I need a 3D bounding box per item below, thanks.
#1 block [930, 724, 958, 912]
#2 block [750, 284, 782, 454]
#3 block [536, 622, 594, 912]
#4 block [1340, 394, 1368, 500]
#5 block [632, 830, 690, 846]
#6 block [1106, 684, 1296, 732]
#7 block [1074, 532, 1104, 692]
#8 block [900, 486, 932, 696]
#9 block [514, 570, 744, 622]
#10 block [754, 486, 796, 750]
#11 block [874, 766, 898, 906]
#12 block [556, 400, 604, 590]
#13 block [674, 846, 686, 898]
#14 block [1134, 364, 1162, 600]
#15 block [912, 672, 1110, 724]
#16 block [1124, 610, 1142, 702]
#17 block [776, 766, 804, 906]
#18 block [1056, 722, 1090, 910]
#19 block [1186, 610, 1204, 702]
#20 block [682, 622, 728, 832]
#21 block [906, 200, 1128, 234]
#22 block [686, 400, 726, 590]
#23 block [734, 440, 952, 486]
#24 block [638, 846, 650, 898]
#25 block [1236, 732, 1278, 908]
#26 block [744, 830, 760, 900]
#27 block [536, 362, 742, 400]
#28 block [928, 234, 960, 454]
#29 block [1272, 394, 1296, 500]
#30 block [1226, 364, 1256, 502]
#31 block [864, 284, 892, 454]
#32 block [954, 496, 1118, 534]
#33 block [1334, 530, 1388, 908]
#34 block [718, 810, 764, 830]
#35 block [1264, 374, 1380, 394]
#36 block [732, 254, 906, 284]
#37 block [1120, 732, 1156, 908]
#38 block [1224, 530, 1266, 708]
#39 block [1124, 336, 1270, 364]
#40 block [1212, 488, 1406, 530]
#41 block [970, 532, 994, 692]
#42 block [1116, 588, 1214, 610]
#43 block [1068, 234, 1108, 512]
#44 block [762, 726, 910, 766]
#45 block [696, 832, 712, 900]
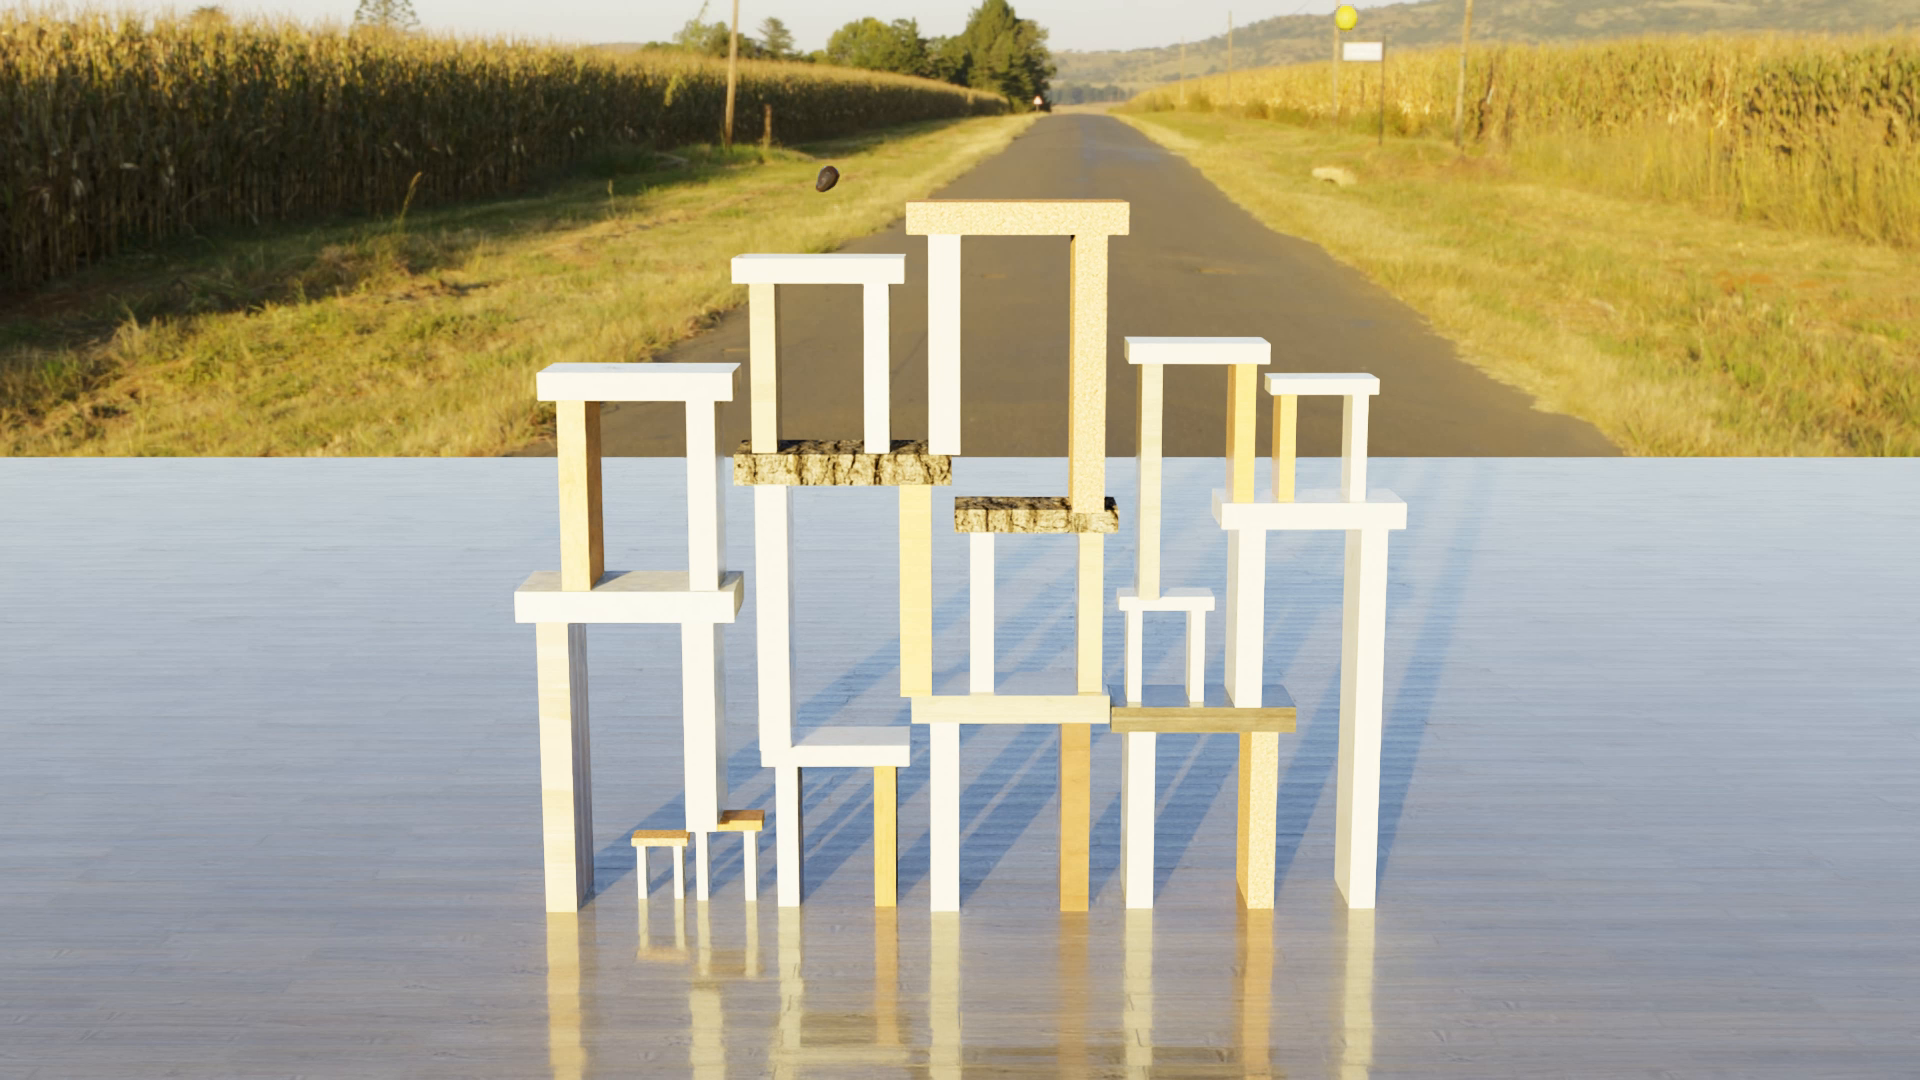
[{"bbox_3d":[-0.025,0.435,3.636,0.045,0.317,0.158,0,11,0],"label":"block"},{"bbox_3d":[-0.308,-0.280,3.503,0.038,0.266,0.133,0,11,0],"label":"block"},{"bbox_3d":[-0.649,0.353,3.623,0.049,0.483,0.173,0,11,0],"label":"block"},{"bbox_3d":[0.633,-0.154,3.528,0.024,0.170,0.085,0,11,0],"label":"block"},{"bbox_3d":[-0.496,0.494,3.650,0.091,0.013,0.045,0,11,0],"label":"block"},{"bbox_3d":[0.393,0.277,3.615,0.297,0.042,0.149,0,11,0],"label":"block"},{"bbox_3d":[0.209,0.105,3.584,0.037,0.261,0.130,0,11,0],"label":"block"},{"bbox_3d":[-0.070,0.067,3.570,0.048,0.342,0.171,0,11,0],"label":"block"},{"bbox_3d":[-0.533,0.091,3.576,0.347,0.049,0.173,0,11,0],"label":"block"},{"bbox_3d":[-0.298,0.111,3.576,0.048,0.431,0.171,0,11,-1],"label":"block"},{"bbox_3d":[-0.122,0.473,3.646,0.034,0.239,0.119,0,11,0],"label":"block"},{"bbox_3d":[-0.610,-0.082,3.542,0.043,0.304,0.152,0,11,0],"label":"block"},{"bbox_3d":[-0.466,0.546,3.660,0.013,0.091,0.045,0,11,0],"label":"block"},{"bbox_3d":[0.302,-0.100,3.537,0.031,0.380,0.110,0,11,0],"label":"block"},{"bbox_3d":[0.081,0.257,3.603,0.317,0.045,0.158,0,11,0],"label":"block"},{"bbox_3d":[0.283,0.181,3.597,0.022,0.152,0.076,0,11,0],"label":"block"},{"bbox_3d":[-0.281,0.473,3.646,0.034,0.238,0.119,0,11,0],"label":"block"},{"bbox_3d":[0.187,0.435,3.636,0.045,0.317,0.158,0,11,0],"label":"block"},{"bbox_3d":[0.384,0.181,3.597,0.022,0.152,0.076,0,11,0],"label":"block"},{"bbox_3d":[-0.418,0.285,3.612,0.049,0.346,0.173,0,10,0],"label":"block"},{"bbox_3d":[0.089,-0.510,3.465,0.342,0.048,0.171,0,11,0],"label":"block"},{"bbox_3d":[-0.407,-0.082,3.543,0.043,0.304,0.152,0,11,0],"label":"block"},{"bbox_3d":[-0.185,-0.125,3.533,0.342,0.048,0.171,0,11,0],"label":"block"},{"bbox_3d":[-0.526,0.546,3.660,0.013,0.091,0.045,0,11,0],"label":"block"},{"bbox_3d":[0.492,0.443,3.646,0.042,0.297,0.149,0,11,0],"label":"block"},{"bbox_3d":[-0.346,0.532,3.656,0.017,0.120,0.060,0,10,0],"label":"block"},{"bbox_3d":[-0.509,-0.253,3.511,0.304,0.043,0.152,0,11,0],"label":"block"},{"bbox_3d":[-0.025,-0.318,3.500,0.048,0.342,0.171,0,11,0],"label":"block"},{"bbox_3d":[0.519,-0.154,3.528,0.024,0.170,0.085,0,11,0],"label":"block"},{"bbox_3d":[0.449,-0.178,3.522,0.031,0.221,0.110,0,11,0],"label":"block"},{"bbox_3d":[-0.131,-0.280,3.503,0.038,0.266,0.133,0,11,0],"label":"block"},{"bbox_3d":[0.122,-0.041,3.557,0.261,0.037,0.131,0,11,0],"label":"block"},{"bbox_3d":[0.658,0.279,3.614,0.041,0.631,0.146,0,11,0],"label":"block"},{"bbox_3d":[-0.386,0.464,3.644,0.120,0.017,0.060,0,10,0],"label":"block"},{"bbox_3d":[0.576,-0.249,3.510,0.170,0.024,0.085,0,11,0],"label":"block"},{"bbox_3d":[-0.220,-0.429,3.474,0.266,0.038,0.133,0,11,0],"label":"block"},{"bbox_3d":[0.294,0.443,3.646,0.042,0.297,0.149,0,11,0],"label":"block"},{"bbox_3d":[0.464,0.113,3.583,0.041,0.292,0.146,0,11,0],"label":"block"},{"bbox_3d":[0.376,-0.302,3.499,0.221,0.031,0.110,0,11,0],"label":"block"},{"bbox_3d":[0.561,-0.051,3.553,0.292,0.041,0.146,0,11,0],"label":"block"},{"bbox_3d":[0.035,0.105,3.584,0.037,0.261,0.130,0,11,0],"label":"block"},{"bbox_3d":[0.334,0.096,3.582,0.152,0.022,0.076,0,11,0],"label":"block"},{"bbox_3d":[0.203,-0.272,3.508,0.048,0.434,0.171,0,11,0],"label":"block"},{"bbox_3d":[-0.202,0.339,3.620,0.238,0.034,0.119,0,11,0],"label":"block"},{"bbox_3d":[-0.426,0.532,3.656,0.017,0.120,0.060,0,11,0],"label":"block"}]
